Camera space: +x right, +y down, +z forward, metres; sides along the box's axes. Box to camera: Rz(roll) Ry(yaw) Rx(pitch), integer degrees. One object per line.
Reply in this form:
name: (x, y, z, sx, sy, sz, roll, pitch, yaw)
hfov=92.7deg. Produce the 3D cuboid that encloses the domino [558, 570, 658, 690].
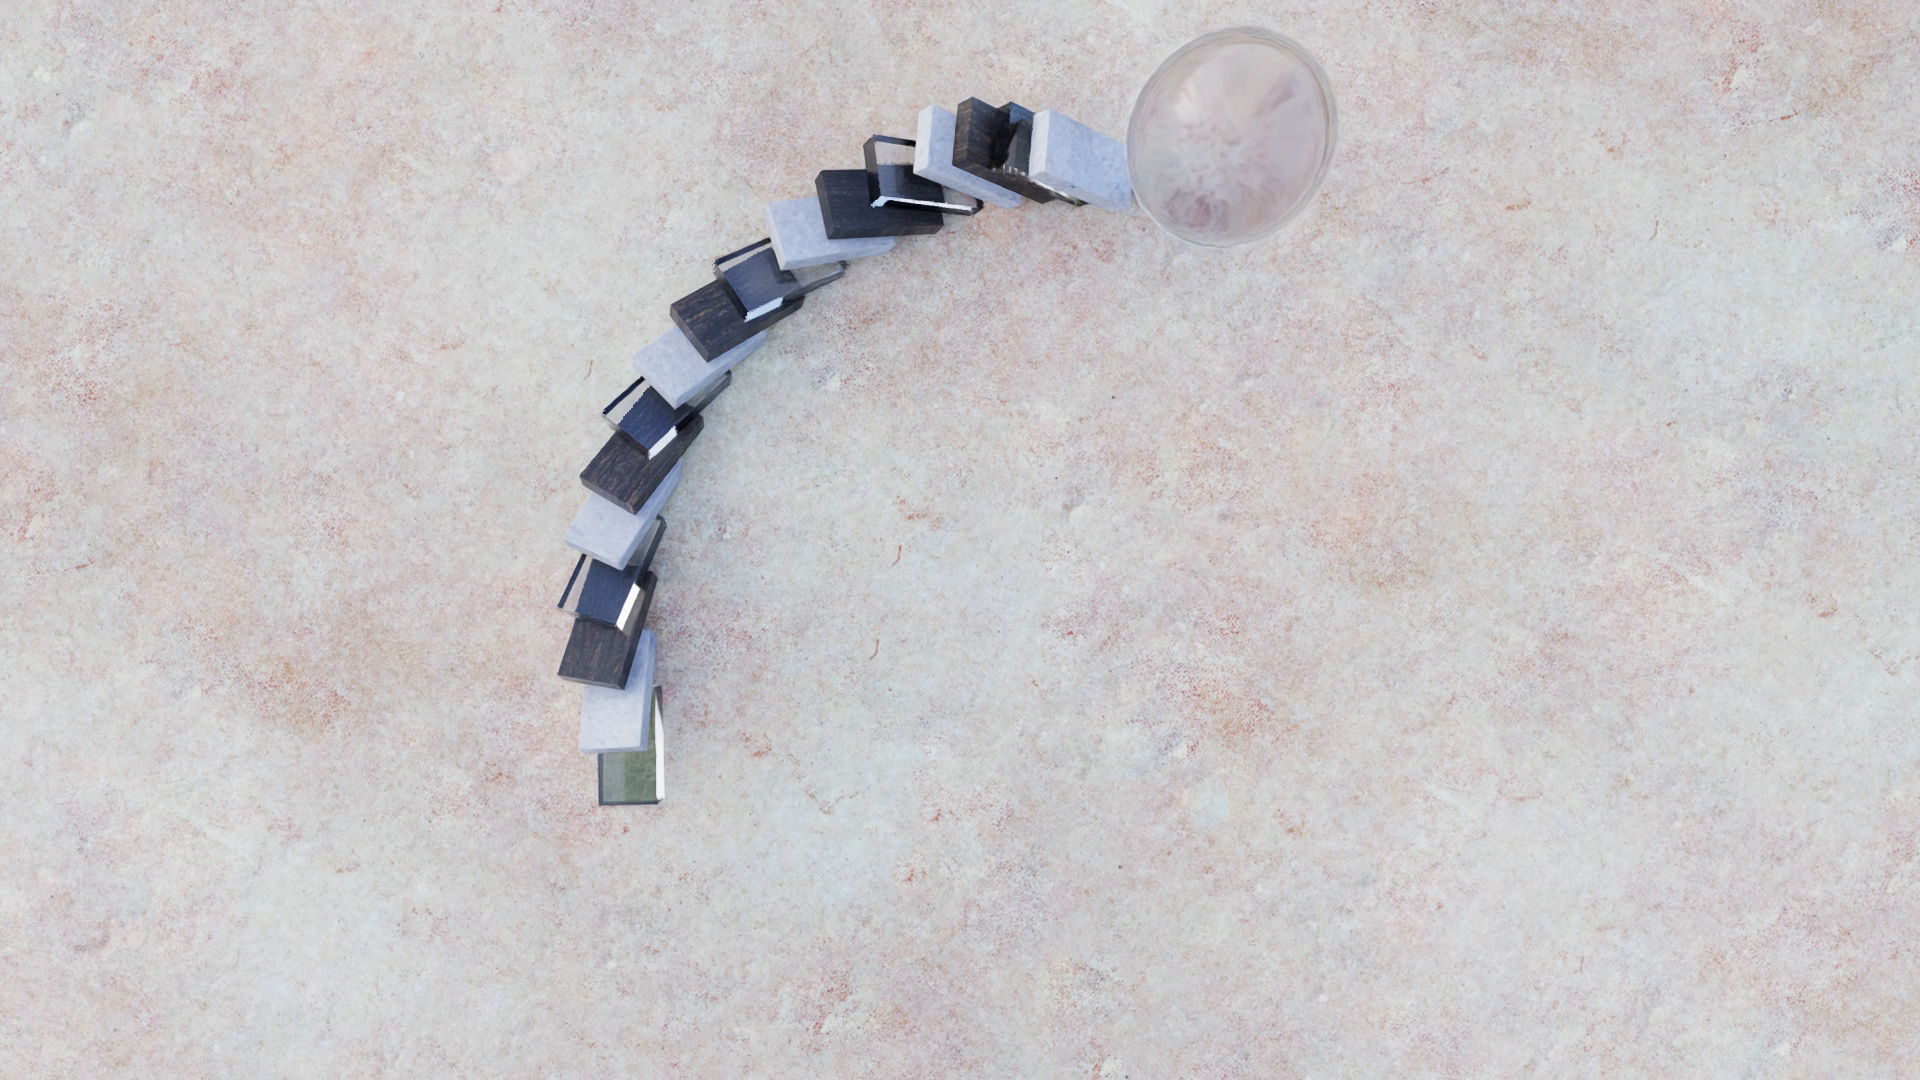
domino: (-0.148, 0.036, 0.386, 0.025, 0.010, 0.050, 9, 67, 0)

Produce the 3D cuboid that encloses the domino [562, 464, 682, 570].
domino: (-0.141, -0.015, 0.386, 0.025, 0.009, 0.050, 25, 66, 0)

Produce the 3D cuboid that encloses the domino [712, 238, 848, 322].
domino: (-0.075, -0.114, 0.385, 0.050, 0.010, 0.025, -33, 90, -25)

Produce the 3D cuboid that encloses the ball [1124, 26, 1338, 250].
ball: (0.105, -0.156, 0.360, 0.080, 0.080, 0.080, 0, 90, 0)

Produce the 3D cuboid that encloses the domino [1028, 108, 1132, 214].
domino: (0.051, -0.157, 0.381, 0.050, 0.010, 0.025, 5, 90, -38)

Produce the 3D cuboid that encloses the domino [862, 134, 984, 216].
domino: (-0.015, -0.152, 0.383, 0.050, 0.009, 0.025, -7, 90, -33)

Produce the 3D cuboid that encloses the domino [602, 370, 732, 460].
domino: (-0.123, -0.060, 0.385, 0.025, 0.009, 0.050, 39, 65, 0)

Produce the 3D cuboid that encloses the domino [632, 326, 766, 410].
domino: (-0.109, -0.080, 0.385, 0.025, 0.010, 0.050, 45, 65, 0)

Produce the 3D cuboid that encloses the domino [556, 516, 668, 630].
domino: (-0.146, 0.010, 0.386, 0.025, 0.009, 0.050, 16, 67, 0)

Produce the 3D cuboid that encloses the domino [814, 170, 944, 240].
domino: (-0.033, -0.141, 0.385, 0.050, 0.009, 0.025, -12, 90, -26)

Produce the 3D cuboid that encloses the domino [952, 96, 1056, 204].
domino: (0.020, -0.161, 0.381, 0.050, 0.009, 0.025, 6, 89, -38)

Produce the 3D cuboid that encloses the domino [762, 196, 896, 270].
domino: (-0.055, -0.131, 0.385, 0.050, 0.010, 0.025, -18, 90, -24)

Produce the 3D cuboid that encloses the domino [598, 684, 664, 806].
domino: (-0.142, 0.088, 0.395, 0.025, 0.010, 0.050, -1, 90, 0)

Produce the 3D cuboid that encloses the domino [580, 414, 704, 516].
domino: (-0.133, -0.038, 0.385, 0.025, 0.009, 0.050, 30, 65, 0)

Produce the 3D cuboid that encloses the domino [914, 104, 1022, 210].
domino: (0.005, -0.158, 0.381, 0.050, 0.009, 0.025, 5, 90, -38)

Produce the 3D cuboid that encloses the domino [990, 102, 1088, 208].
domino: (0.036, -0.159, 0.381, 0.050, 0.009, 0.025, 5, 90, -38)

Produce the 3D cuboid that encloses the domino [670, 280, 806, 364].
domino: (-0.093, -0.098, 0.385, 0.050, 0.009, 0.025, -38, 90, -25)

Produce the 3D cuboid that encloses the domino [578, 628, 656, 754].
domino: (-0.143, 0.063, 0.385, 0.025, 0.009, 0.050, -3, 66, -1)
